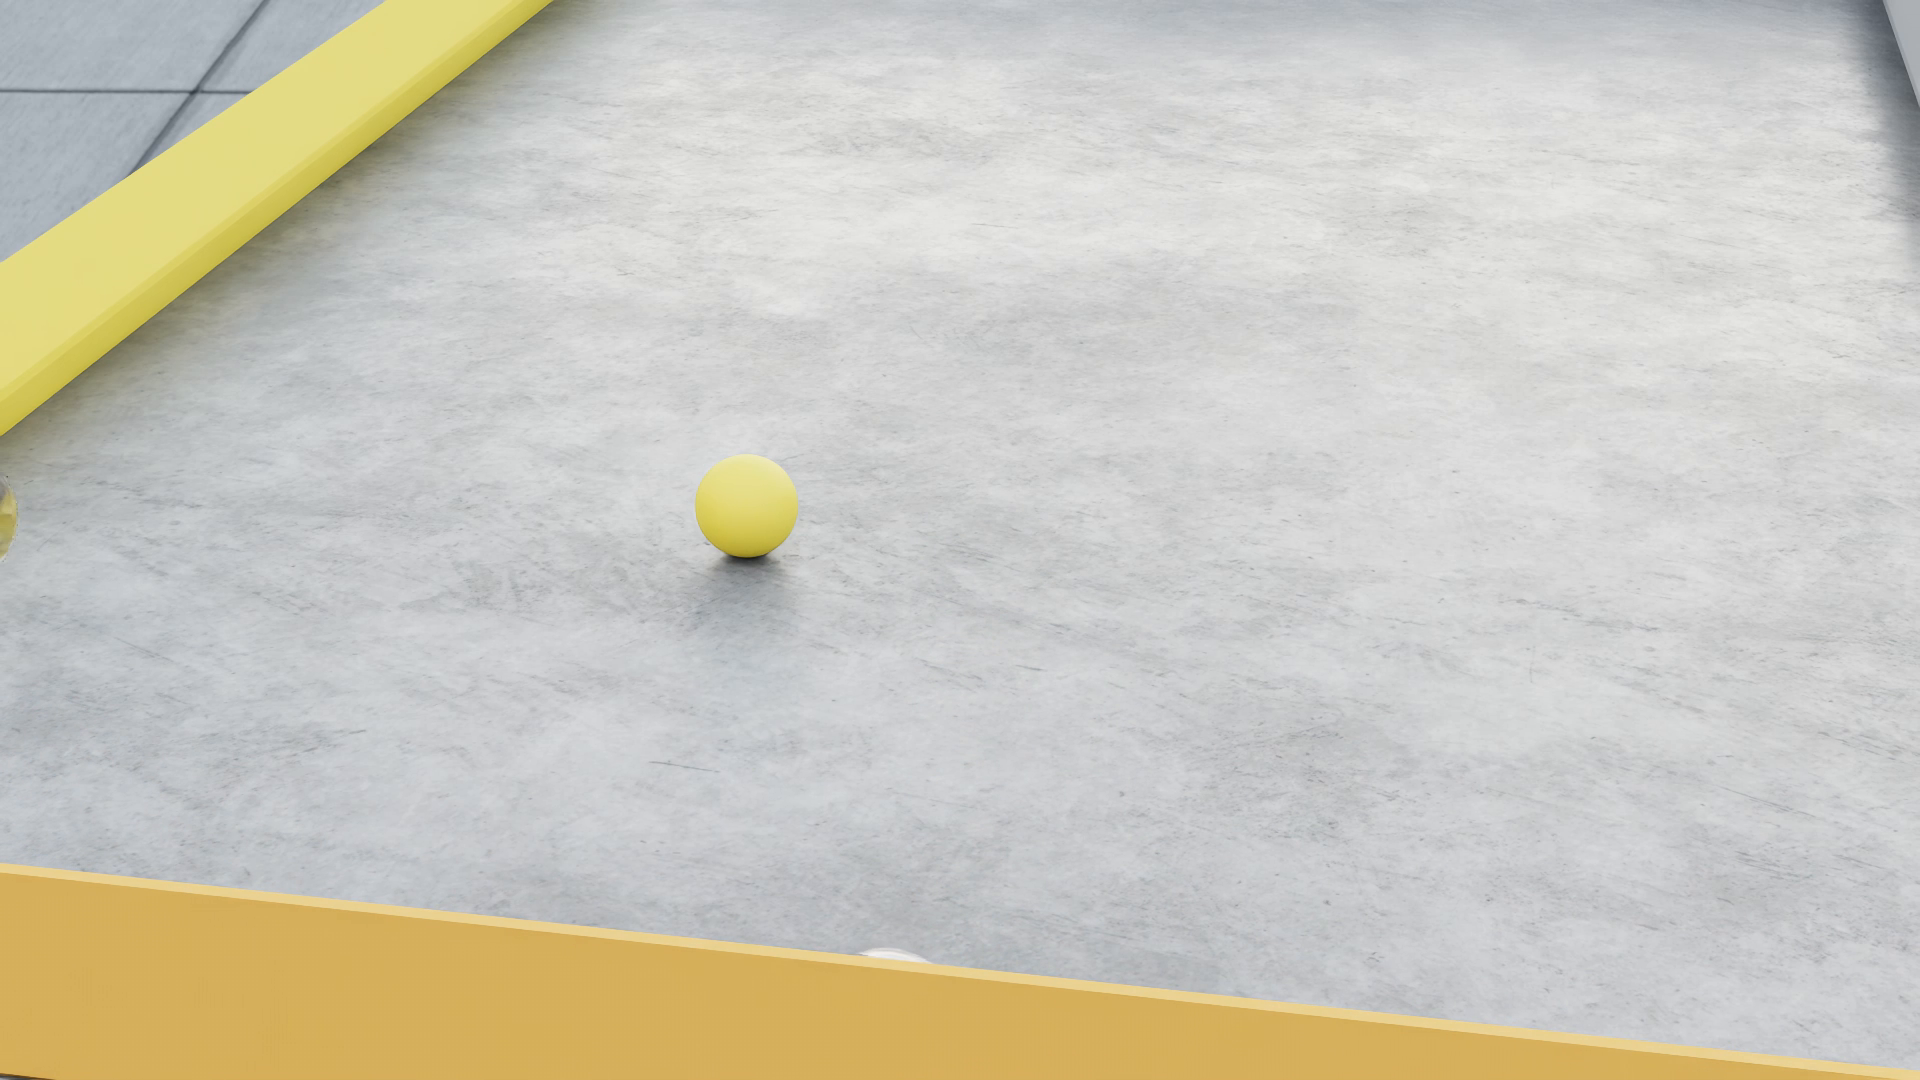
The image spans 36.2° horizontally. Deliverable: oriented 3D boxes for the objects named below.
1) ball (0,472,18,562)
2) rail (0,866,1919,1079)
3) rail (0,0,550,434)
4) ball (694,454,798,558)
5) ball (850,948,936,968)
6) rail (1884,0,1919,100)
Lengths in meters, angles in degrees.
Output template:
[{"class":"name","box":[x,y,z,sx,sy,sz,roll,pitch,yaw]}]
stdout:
[{"class":"ball","box":[-0.669,-0.015,1.935,0.093,0.093,0.093,0,25,0]},{"class":"rail","box":[-0.117,0.228,1.377,1.501,0.121,0.045,5,25,10]},{"class":"rail","box":[-0.591,-0.344,2.609,0.045,0.121,2.529,5,25,10]},{"class":"ball","box":[-0.144,-0.023,1.981,0.070,0.070,0.070,0,25,0]},{"class":"ball","box":[-0.036,0.234,1.421,0.074,0.074,0.074,0,25,0]},{"class":"rail","box":[0.835,-0.226,2.355,0.045,0.121,2.529,5,25,10]}]
